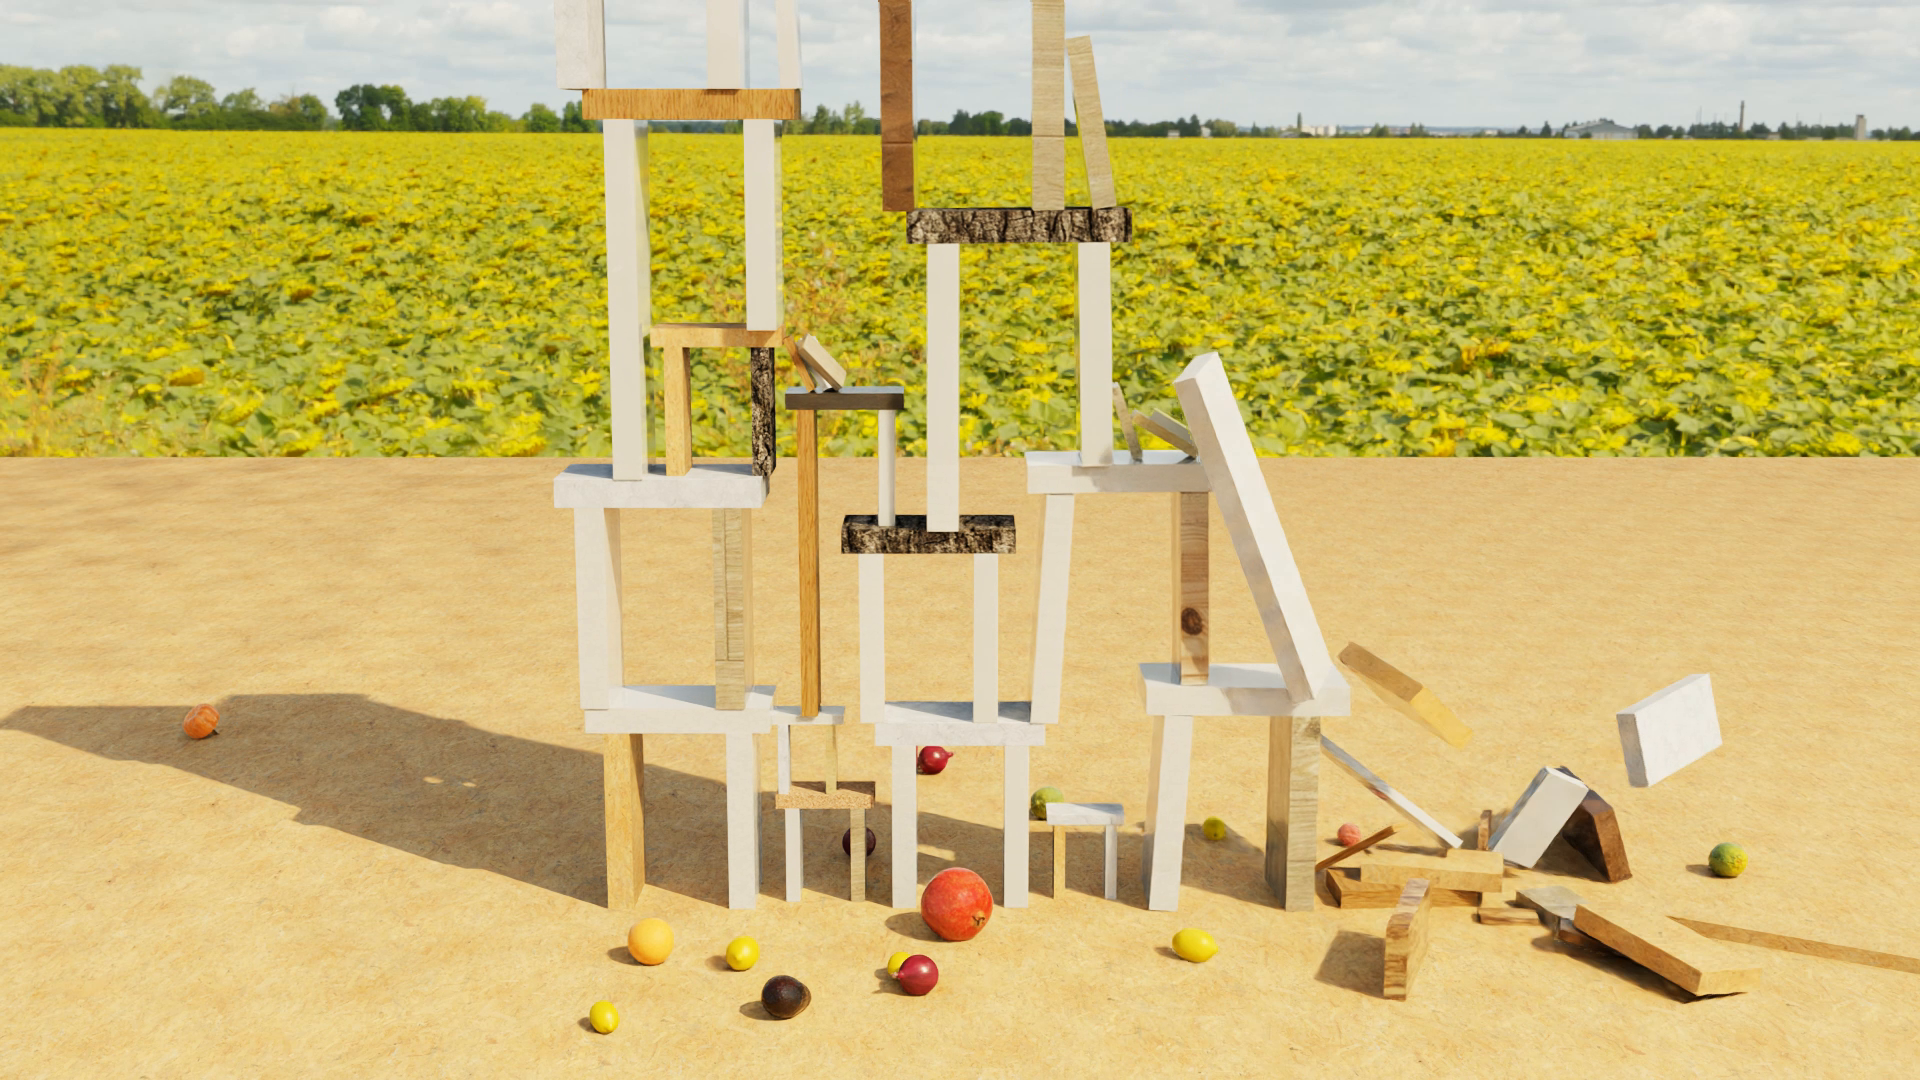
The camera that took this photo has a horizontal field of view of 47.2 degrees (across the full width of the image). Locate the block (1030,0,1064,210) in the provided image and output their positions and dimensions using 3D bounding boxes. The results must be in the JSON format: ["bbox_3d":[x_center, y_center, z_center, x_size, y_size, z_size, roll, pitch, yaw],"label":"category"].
[{"bbox_3d":[0.137,-0.693,3.438,0.049,0.345,0.172,0,11,1],"label":"block"}]

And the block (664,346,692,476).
[{"bbox_3d":[-0.451,-0.212,3.524,0.029,0.205,0.103,0,11,0],"label":"block"}]

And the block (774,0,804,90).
[{"bbox_3d":[-0.272,-0.907,3.392,0.029,0.415,0.103,-3,11,0],"label":"block"}]

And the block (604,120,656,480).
[{"bbox_3d":[-0.522,-0.383,3.486,0.046,0.556,0.161,0,11,0],"label":"block"}]

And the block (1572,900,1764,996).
[{"bbox_3d":[1.068,0.615,3.328,0.128,0.036,0.256,3,13,-29],"label":"block"}]

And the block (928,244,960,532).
[{"bbox_3d":[-0.026,-0.250,3.511,0.049,0.450,0.174,0,11,0],"label":"block"}]

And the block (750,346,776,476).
[{"bbox_3d":[-0.315,-0.212,3.524,0.029,0.205,0.103,0,11,0],"label":"block"}]

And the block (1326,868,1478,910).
[{"bbox_3d":[0.733,0.576,3.654,0.226,0.032,0.113,-1,11,-3],"label":"block"}]

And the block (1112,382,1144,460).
[{"bbox_3d":[0.266,-0.192,3.530,0.017,0.120,0.060,-19,10,4],"label":"block"}]

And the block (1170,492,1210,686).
[{"bbox_3d":[0.374,0.065,3.576,0.044,0.314,0.157,-1,11,0],"label":"block"}]

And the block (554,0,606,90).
[{"bbox_3d":[-0.588,-0.870,3.394,0.049,0.344,0.172,0,11,0],"label":"block"}]

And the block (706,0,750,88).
[{"bbox_3d":[-0.359,-0.870,3.394,0.049,0.344,0.172,0,11,0],"label":"block"}]

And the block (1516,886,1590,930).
[{"bbox_3d":[0.979,0.600,3.546,0.086,0.024,0.172,-3,11,-16],"label":"block"}]

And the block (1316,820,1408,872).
[{"bbox_3d":[0.664,0.516,3.682,0.046,0.013,0.192,-12,-19,-48],"label":"block"}]

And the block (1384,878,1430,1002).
[{"bbox_3d":[0.674,0.599,3.311,0.032,0.113,0.226,4,11,20],"label":"block"}]

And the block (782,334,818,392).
[{"bbox_3d":[-0.255,-0.282,3.502,0.013,0.092,0.046,-25,10,4],"label":"block"}]

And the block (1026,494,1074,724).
[{"bbox_3d":[0.147,0.097,3.584,0.044,0.375,0.157,3,10,-1],"label":"block"}]

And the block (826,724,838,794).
[{"bbox_3d":[-0.211,0.353,3.622,0.017,0.117,0.059,0,11,0],"label":"block"}]

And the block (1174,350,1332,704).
[{"bbox_3d":[0.463,-0.019,3.451,0.037,0.553,0.131,-15,16,27],"label":"block"}]

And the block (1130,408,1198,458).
[{"bbox_3d":[0.330,-0.172,3.536,0.120,0.017,0.060,30,9,-5],"label":"block"}]

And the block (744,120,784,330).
[{"bbox_3d":[-0.308,-0.499,3.465,0.046,0.322,0.161,0,10,0],"label":"block"}]

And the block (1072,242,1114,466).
[{"bbox_3d":[0.211,-0.303,3.501,0.049,0.347,0.174,-2,11,0],"label":"block"}]

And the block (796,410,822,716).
[{"bbox_3d":[-0.245,0.032,3.571,0.027,0.501,0.094,0,11,0],"label":"block"}]

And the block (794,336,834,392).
[{"bbox_3d":[-0.225,-0.281,3.510,0.013,0.092,0.046,-32,-6,28],"label":"block"}]

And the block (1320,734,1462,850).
[{"bbox_3d":[0.699,0.413,3.673,0.318,0.016,0.056,37,-10,3],"label":"block"}]

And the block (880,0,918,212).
[{"bbox_3d":[-0.095,-0.690,3.436,0.049,0.345,0.172,0,11,1],"label":"block"}]

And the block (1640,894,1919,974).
[{"bbox_3d":[1.321,0.621,3.435,0.506,0.024,0.086,6,12,30],"label":"block"}]

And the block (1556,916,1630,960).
[{"bbox_3d":[0.981,0.616,3.401,0.112,0.016,0.056,16,15,12],"label":"block"}]

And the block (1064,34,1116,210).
[{"bbox_3d":[0.203,-0.652,3.438,0.037,0.261,0.131,-9,10,3],"label":"block"}]

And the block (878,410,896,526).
[{"bbox_3d":[-0.119,-0.123,3.544,0.027,0.187,0.094,0,11,-3],"label":"block"}]

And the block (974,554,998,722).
[{"bbox_3d":[0.043,0.146,3.586,0.039,0.277,0.139,0,11,1],"label":"block"}]

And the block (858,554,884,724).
[{"bbox_3d":[-0.144,0.146,3.585,0.039,0.277,0.139,-1,11,-3],"label":"block"}]

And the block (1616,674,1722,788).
[{"bbox_3d":[1.220,0.326,3.779,0.257,0.128,0.036,-17,7,-42],"label":"block"}]

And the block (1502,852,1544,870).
[{"bbox_3d":[0.978,0.553,3.835,0.046,0.013,0.092,8,13,37],"label":"block"}]
